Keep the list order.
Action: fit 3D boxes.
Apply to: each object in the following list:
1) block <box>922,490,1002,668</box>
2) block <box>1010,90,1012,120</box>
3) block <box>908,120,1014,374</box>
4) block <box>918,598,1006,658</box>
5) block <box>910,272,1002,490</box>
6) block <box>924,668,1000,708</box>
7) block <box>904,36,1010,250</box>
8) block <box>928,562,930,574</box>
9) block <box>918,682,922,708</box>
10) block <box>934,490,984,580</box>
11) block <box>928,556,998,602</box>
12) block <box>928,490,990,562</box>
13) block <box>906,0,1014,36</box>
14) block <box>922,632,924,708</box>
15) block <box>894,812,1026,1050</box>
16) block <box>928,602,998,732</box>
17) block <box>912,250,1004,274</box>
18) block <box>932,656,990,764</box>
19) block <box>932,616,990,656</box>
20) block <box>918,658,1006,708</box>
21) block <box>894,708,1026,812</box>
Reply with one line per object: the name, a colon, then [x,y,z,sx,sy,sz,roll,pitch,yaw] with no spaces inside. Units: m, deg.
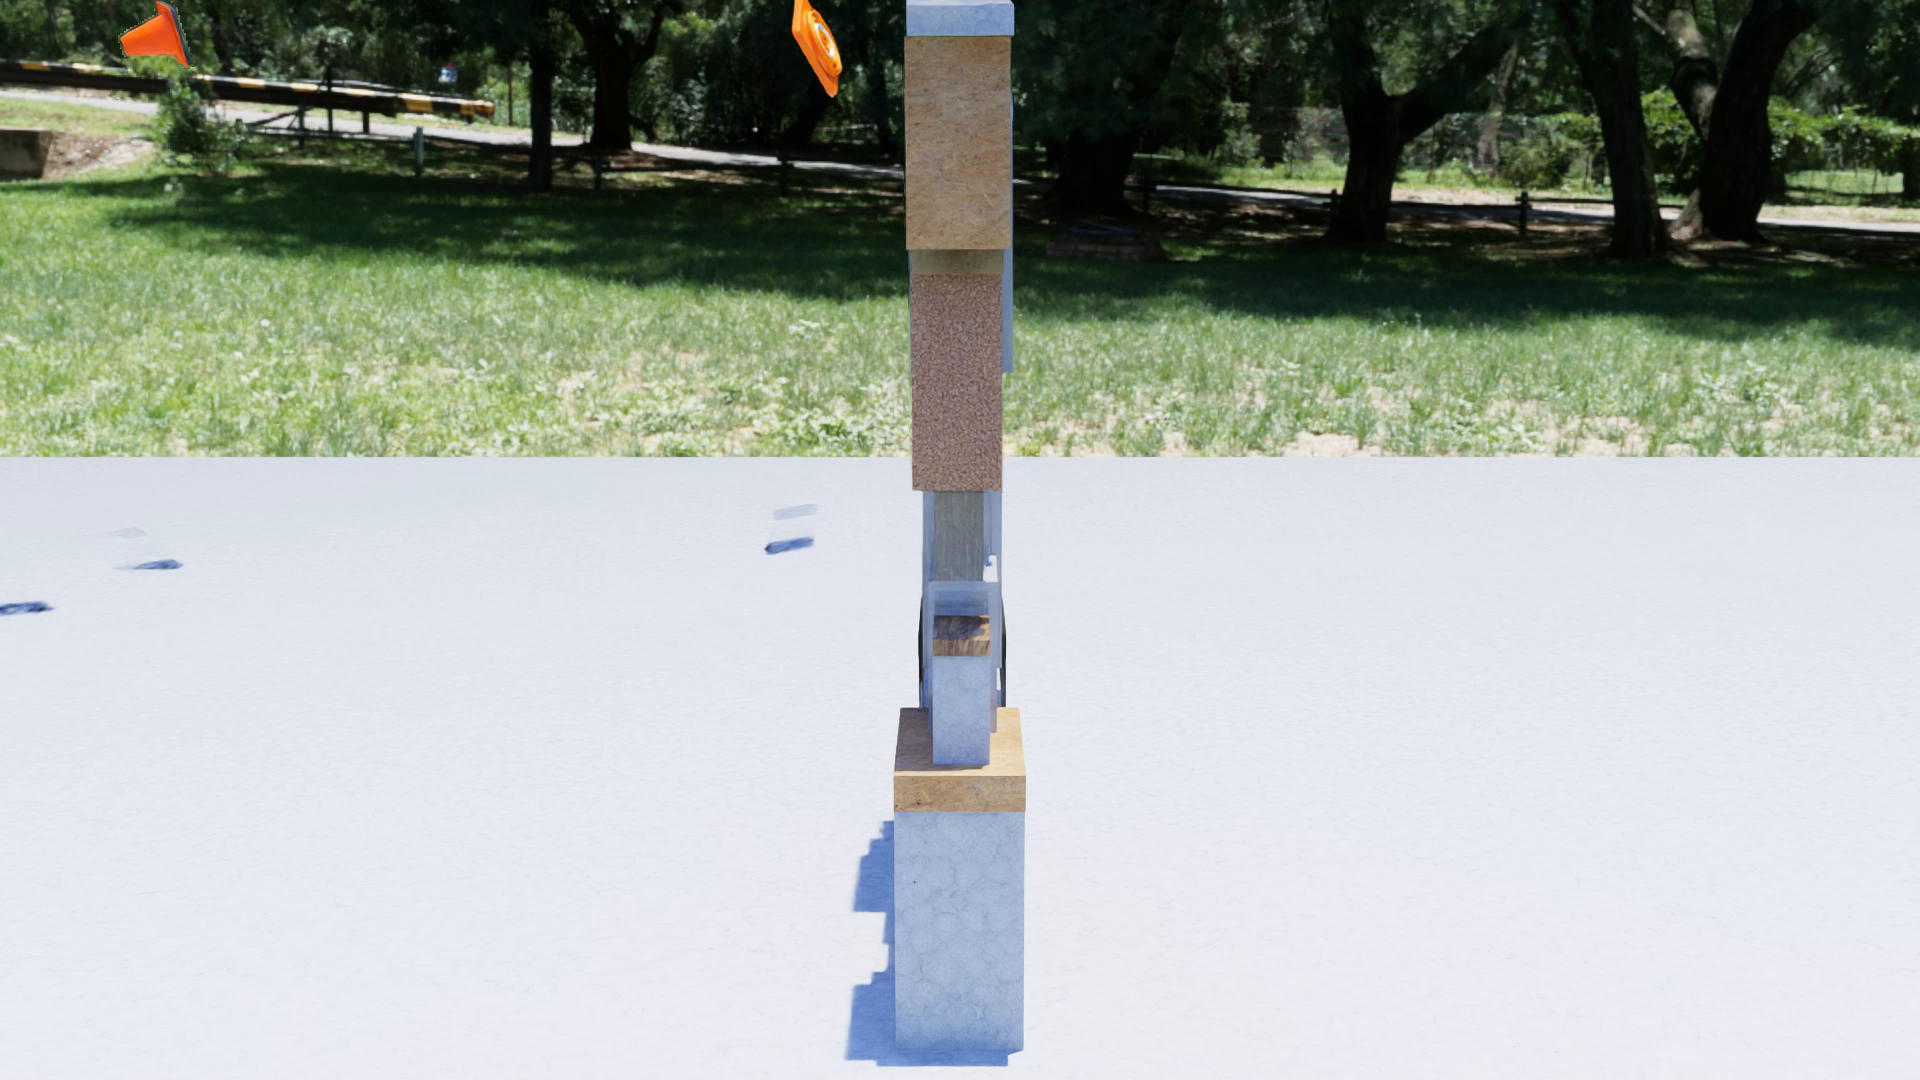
block: [0.004,-0.004,3.437,0.123,0.410,0.035,0,11,0]
block: [0.000,-0.713,3.618,0.167,0.047,0.334,0,11,0]
block: [0.001,-0.472,3.549,0.167,0.401,0.047,0,10,0]
block: [0.004,0.162,4.112,0.159,0.045,0.318,0,11,0]
block: [-0.004,-0.218,3.007,0.123,0.298,0.035,0,9,1]
block: [0.003,0.221,3.440,0.117,0.033,0.234,0,11,0]
block: [-0.003,-0.522,2.893,0.138,0.275,0.039,0,11,0]
block: [-0.004,0.020,3.363,0.091,0.389,0.026,0,10,0]
block: [-0.001,0.290,3.695,0.135,0.038,0.271,0,11,0]
block: [-0.001,-0.012,3.091,0.069,0.138,0.020,0,5,1]
block: [0.005,0.055,3.189,0.098,0.028,0.195,0,11,0]
block: [-0.002,-0.060,3.228,0.091,0.183,0.026,0,11,0]
block: [-0.002,-0.705,2.950,0.138,0.039,0.275,-1,17,-1]
block: [0.000,0.167,3.595,0.121,0.241,0.034,0,11,0]
block: [-0.001,0.527,3.035,0.177,0.355,0.050,0,11,0]
block: [0.004,0.177,3.142,0.098,0.195,0.028,0,10,0]
block: [-0.004,-0.409,3.059,0.123,0.035,0.247,0,17,0]
block: [0.002,0.227,2.982,0.077,0.155,0.022,0,11,0]
block: [0.002,0.131,3.017,0.077,0.022,0.155,0,11,0]
block: [0.004,0.359,4.041,0.159,0.318,0.045,0,11,0]
block: [0.000,0.307,3.114,0.177,0.050,0.355,0,11,0]
